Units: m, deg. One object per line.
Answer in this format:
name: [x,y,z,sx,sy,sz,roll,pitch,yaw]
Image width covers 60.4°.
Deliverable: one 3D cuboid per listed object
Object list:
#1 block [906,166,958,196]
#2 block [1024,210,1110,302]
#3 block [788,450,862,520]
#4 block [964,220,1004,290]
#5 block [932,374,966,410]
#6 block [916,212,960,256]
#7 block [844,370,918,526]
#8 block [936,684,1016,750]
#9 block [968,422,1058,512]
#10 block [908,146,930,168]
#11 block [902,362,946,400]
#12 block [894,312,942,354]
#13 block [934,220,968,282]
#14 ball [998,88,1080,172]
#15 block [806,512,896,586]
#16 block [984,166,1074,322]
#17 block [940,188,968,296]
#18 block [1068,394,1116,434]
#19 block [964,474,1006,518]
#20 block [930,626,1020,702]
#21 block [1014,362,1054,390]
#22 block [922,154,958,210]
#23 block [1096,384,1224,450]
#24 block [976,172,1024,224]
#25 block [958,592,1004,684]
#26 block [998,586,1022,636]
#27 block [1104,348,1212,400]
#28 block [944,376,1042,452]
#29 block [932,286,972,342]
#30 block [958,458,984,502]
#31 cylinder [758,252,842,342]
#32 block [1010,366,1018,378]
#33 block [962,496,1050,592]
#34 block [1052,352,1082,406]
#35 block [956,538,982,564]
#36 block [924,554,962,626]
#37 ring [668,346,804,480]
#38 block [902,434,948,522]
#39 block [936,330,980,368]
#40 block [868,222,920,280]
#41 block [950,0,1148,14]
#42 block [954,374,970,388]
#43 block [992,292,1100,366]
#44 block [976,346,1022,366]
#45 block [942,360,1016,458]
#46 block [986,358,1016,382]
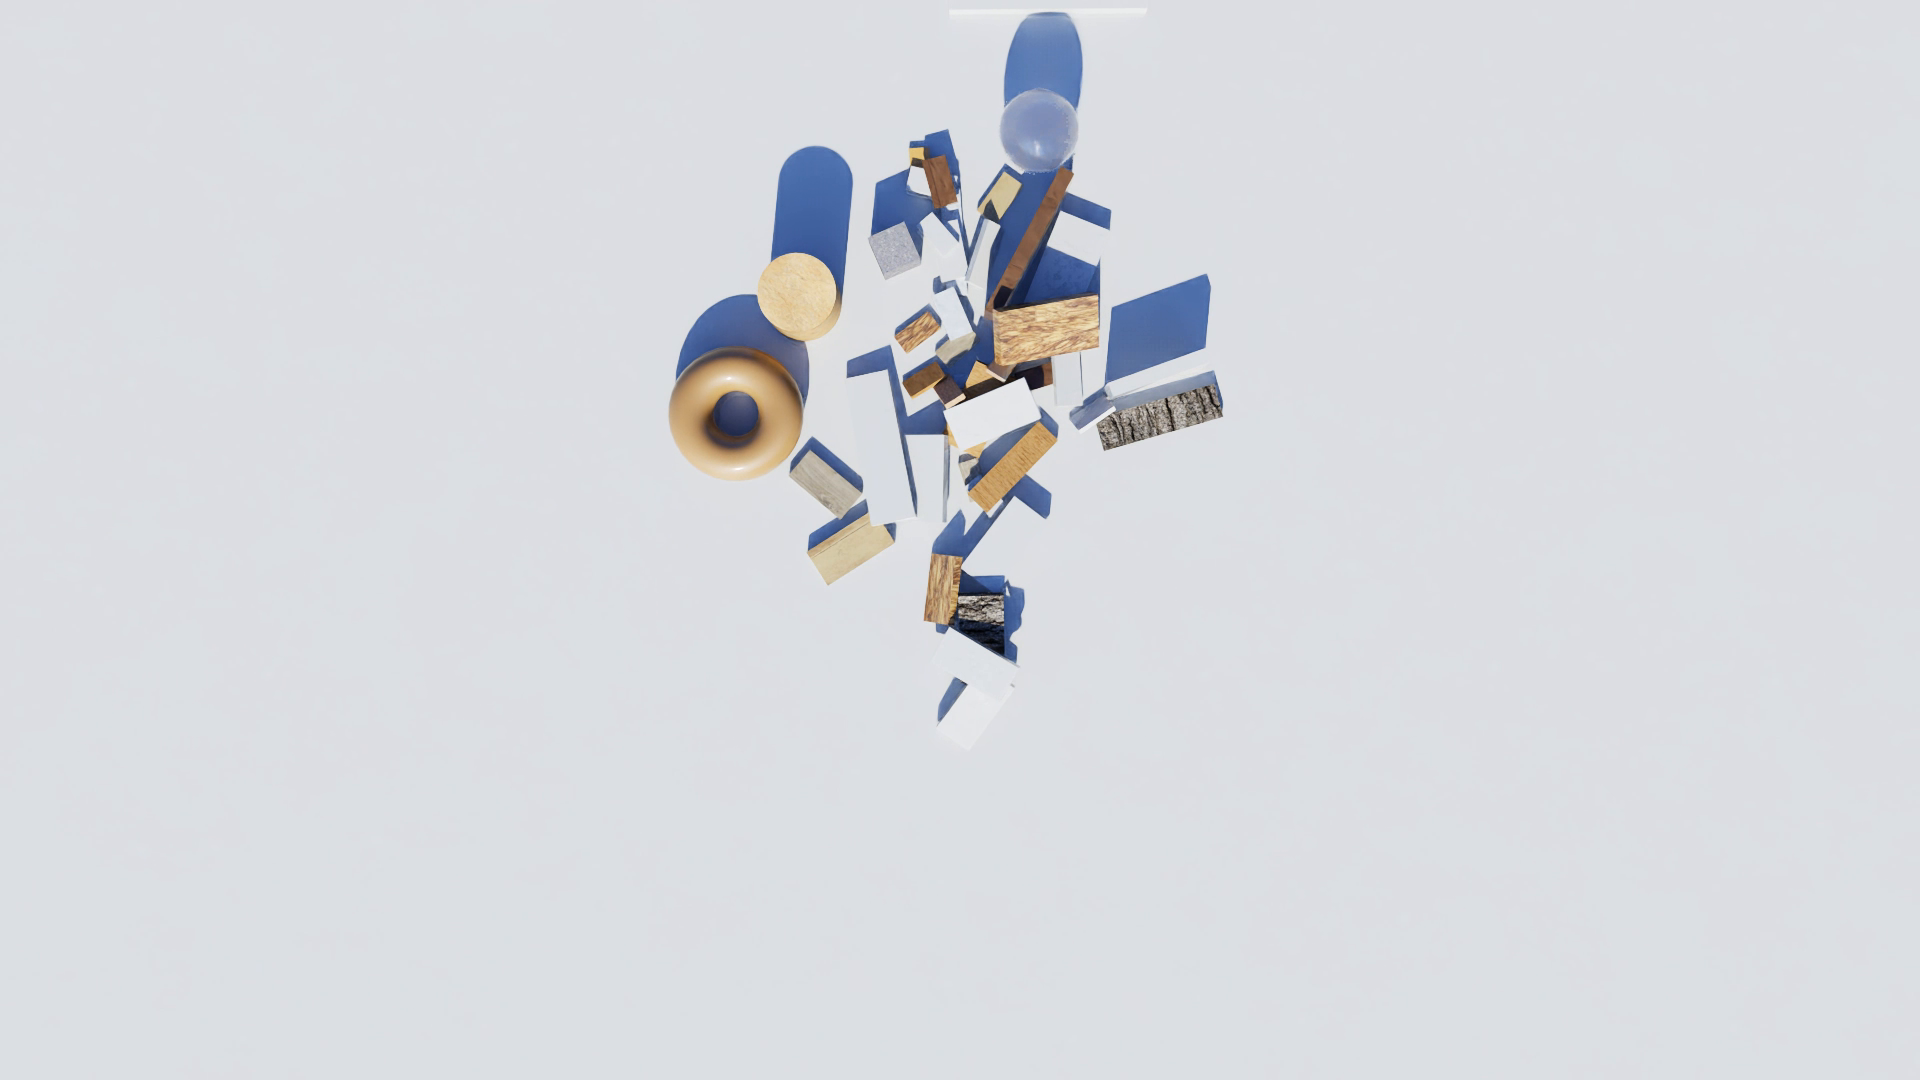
block: [-0.093,-1.183,5.470,0.158,0.022,0.079,13,90,0]
block: [0.349,-0.889,5.475,0.179,0.051,0.357,22,90,0]
block: [-0.447,-0.183,5.484,0.226,0.032,0.113,40,90,0]
block: [0.081,-0.946,5.463,0.023,0.080,0.215,18,90,44]
block: [-0.040,-0.492,5.440,0.071,0.142,0.020,-32,131,0]
block: [-0.074,-1.008,5.444,0.068,0.019,0.136,-41,90,0]
block: [-0.263,-0.303,5.450,0.148,0.042,0.496,-11,85,6]
block: [0.051,0.552,5.454,0.132,0.037,0.264,35,100,-4]
block: [0.175,-0.241,5.460,0.091,0.026,0.338,45,84,-1]
block: [-0.132,-1.236,5.490,0.068,0.019,0.136,-4,90,0]
block: [-0.119,-0.530,5.476,0.135,0.019,0.068,-32,64,0]
block: [-0.141,-0.689,5.490,0.142,0.020,0.071,-37,90,0]
block: [-0.035,-0.957,5.467,0.095,0.027,0.190,-12,90,0]
ball: [0.258,-1.332,5.368,0.263,0.263,0.263,0,90,0]
block: [-0.362,0.025,5.481,0.264,0.037,0.132,-33,90,0]
block: [0.225,-0.963,5.411,0.051,0.179,0.524,28,90,0]
block: [-0.022,-0.989,5.490,0.068,0.019,0.353,-4,90,0]
block: [0.438,-0.417,5.469,0.142,0.020,0.071,-35,48,0]
block: [0.084,-0.145,5.471,0.068,0.019,0.135,-40,90,0]
block: [0.051,0.406,5.393,0.264,0.037,0.132,30,99,10]
block: [0.259,-0.540,5.476,0.142,0.020,0.071,-18,91,-11]
block: [-0.066,-1.182,5.447,0.080,0.023,0.160,-15,90,0]
block: [0.661,-0.407,5.484,0.410,0.032,0.113,-16,90,0]
block: [0.134,-1.137,5.489,0.079,0.022,0.158,35,90,0]
block: [0.071,0.323,5.447,0.148,0.042,0.296,-1,103,0]
block: [0.144,0.238,5.489,0.076,0.021,0.151,-19,90,0]
block: [0.646,-0.543,5.416,0.337,0.168,0.048,-20,90,0]
block: [0.106,-0.413,5.406,0.288,0.041,0.144,-22,99,9]
block: [-0.026,-0.750,5.469,0.080,0.023,0.160,-23,90,0]
block: [0.046,-0.199,5.490,0.068,0.019,0.135,-18,90,0]
cylinder: [-0.520,-0.788,5.374,0.252,0.252,0.252,0,90,0]
block: [0.139,-0.530,5.487,0.095,0.027,0.190,4,90,0]
block: [0.148,0.018,5.458,0.148,0.042,0.296,37,90,0]
block: [0.355,-0.535,5.473,0.091,0.026,0.182,-4,90,-19]
block: [0.074,0.035,5.489,0.151,0.021,0.076,-23,90,0]
block: [-0.057,0.163,5.449,0.113,0.032,0.226,7,90,44]
ring: [-0.737,-0.416,5.427,0.447,0.149,0.447,0,90,1]
block: [-0.115,-0.202,5.455,0.144,0.041,0.288,1,90,21]
block: [-0.007,-0.645,5.490,0.142,0.020,0.071,-41,90,0]
block: [-0.215,-0.951,5.435,0.130,0.130,0.130,-24,90,0]
block: [0.292,-1.839,5.476,0.656,0.048,0.168,0,90,0]
block: [0.027,-0.530,5.494,0.090,0.013,0.045,-5,90,0]
block: [0.283,-0.691,5.380,0.357,0.051,0.179,-13,115,-21]
block: [0.161,-0.617,5.460,0.190,0.027,0.095,-31,90,0]
block: [0.060,-0.433,5.448,0.144,0.041,0.288,25,103,0]
block: [0.152,-0.589,5.406,0.071,0.020,0.142,33,66,3]
